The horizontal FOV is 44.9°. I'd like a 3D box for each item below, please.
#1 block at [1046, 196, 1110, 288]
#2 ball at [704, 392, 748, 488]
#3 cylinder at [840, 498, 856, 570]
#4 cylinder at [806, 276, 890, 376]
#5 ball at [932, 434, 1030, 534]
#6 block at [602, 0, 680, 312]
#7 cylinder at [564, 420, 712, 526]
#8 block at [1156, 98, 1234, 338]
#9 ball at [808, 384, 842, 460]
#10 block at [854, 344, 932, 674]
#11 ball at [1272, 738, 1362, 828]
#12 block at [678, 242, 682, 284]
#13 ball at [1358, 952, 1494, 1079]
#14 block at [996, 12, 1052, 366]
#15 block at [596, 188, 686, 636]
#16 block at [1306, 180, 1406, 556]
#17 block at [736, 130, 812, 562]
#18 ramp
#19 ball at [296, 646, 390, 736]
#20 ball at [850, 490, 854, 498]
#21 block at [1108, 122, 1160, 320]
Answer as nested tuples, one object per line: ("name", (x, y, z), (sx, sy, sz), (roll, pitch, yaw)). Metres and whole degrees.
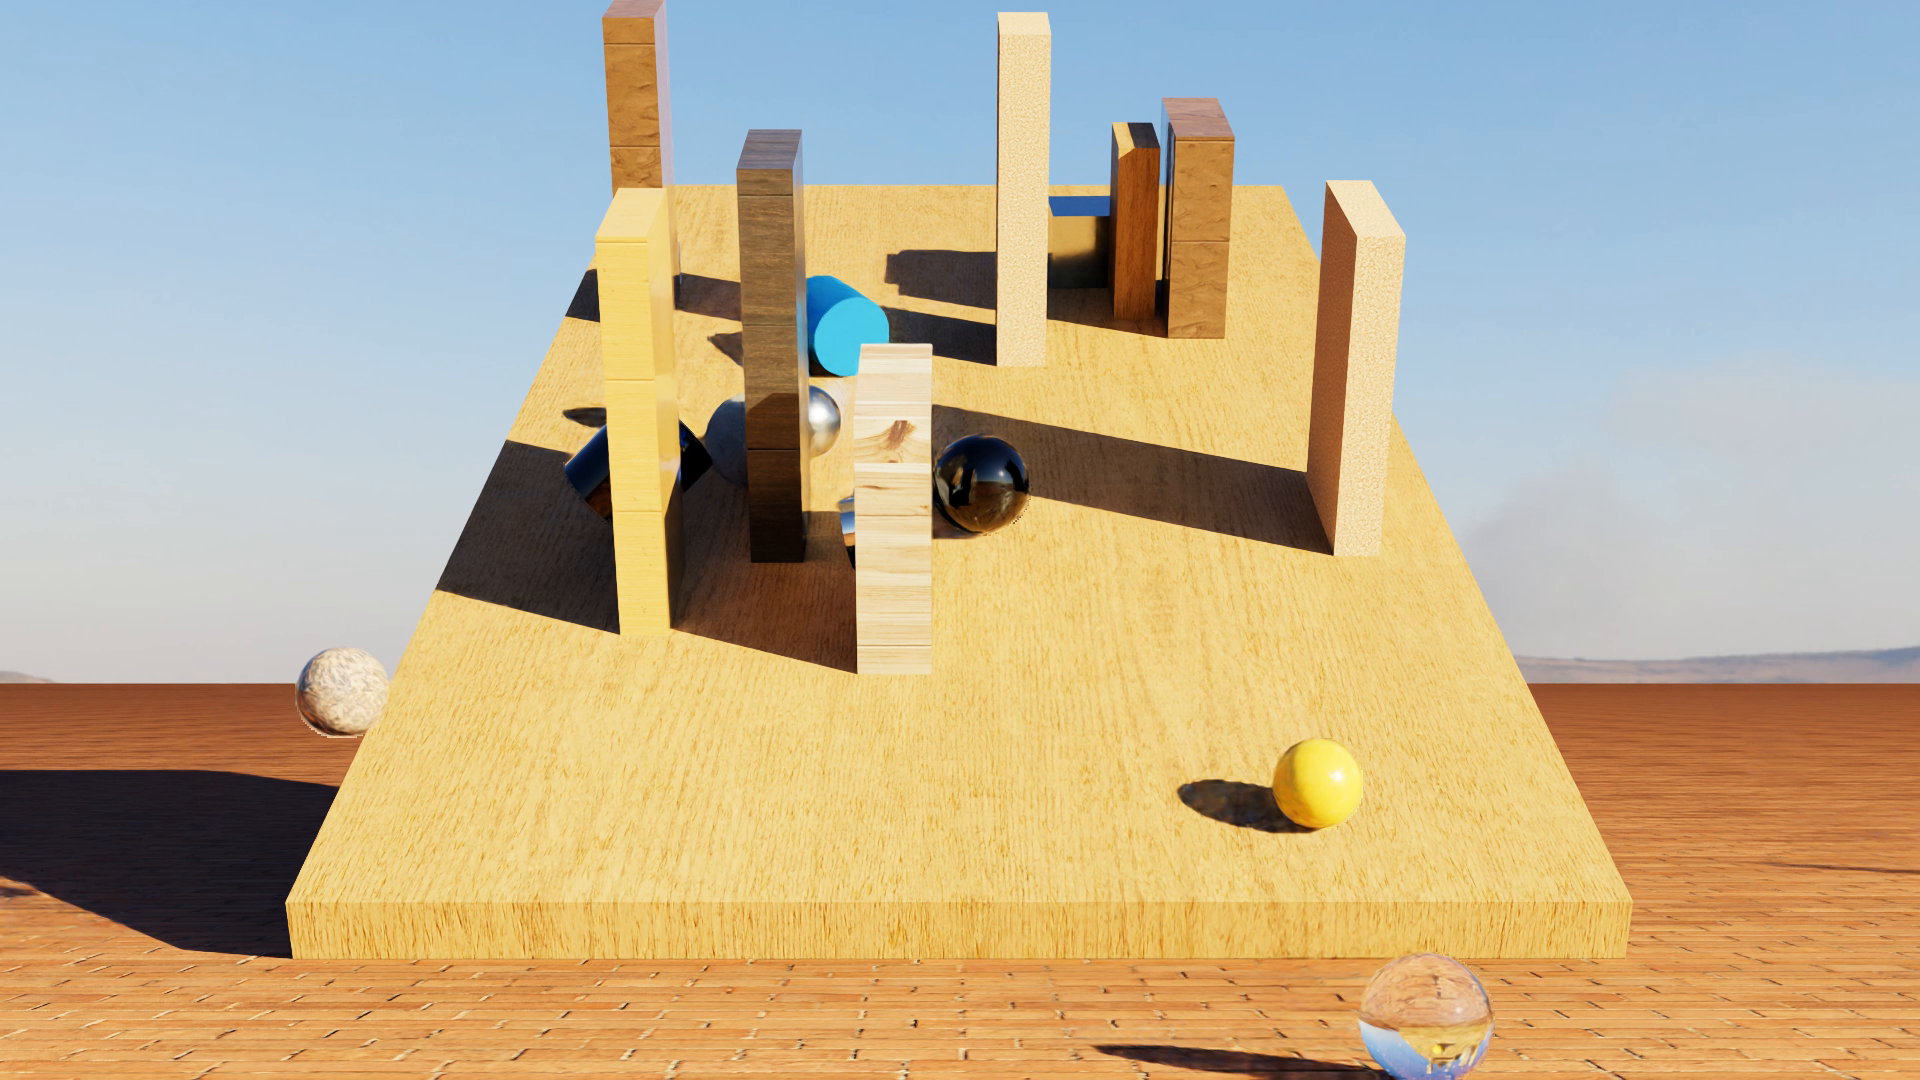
("block", (0.337, -0.798, 6.219), (0.197, 0.197, 0.197), (-1, 24, -3))
("ball", (-0.433, -0.209, 4.880), (0.203, 0.203, 0.203), (0, -3, 0))
("cylinder", (-0.148, -0.023, 4.507), (0.141, 0.141, 0.141), (-11, -4, 5))
("cylinder", (-0.300, -0.515, 5.582), (0.195, 0.195, 0.195), (2, 20, -30))
("ball", (0.041, -0.113, 4.670), (0.200, 0.200, 0.200), (0, -3, 0))
("block", (-0.795, -0.946, 5.832), (0.124, 0.777, 0.254), (0, 24, 0))
("cylinder", (-0.632, -0.148, 4.571), (0.204, 0.204, 0.204), (-44, -13, 8))
("block", (0.588, -0.818, 5.877), (0.142, 0.512, 0.408), (0, 24, 0))
("ball", (-0.338, -0.256, 5.033), (0.164, 0.164, 0.164), (0, -3, 0))
("block", (-0.116, -0.061, 4.202), (0.131, 0.484, 0.387), (0, 24, 0))
("ball", (0.558, 0.381, 3.635), (0.140, 0.140, 0.140), (0, -3, 0))
("block", (-0.820, -0.727, 6.154), (0.116, 0.116, 0.116), (12, 27, 25))
("ball", (0.483, 0.497, 2.412), (0.137, 0.137, 0.137), (0, -3, 0))
("block", (0.148, -0.835, 5.559), (0.116, 0.799, 0.255), (0, 24, 0))
("block", (-0.579, -0.233, 4.253), (0.088, 0.756, 0.308), (0, 24, 0))
("block", (0.784, -0.347, 4.642), (0.090, 0.653, 0.395), (0, 24, 0))
("block", (-0.358, -0.376, 4.535), (0.103, 0.789, 0.297), (0, 24, 0))
("ramp", (-0.008, -0.228, 5.299), (2.000, 0.100, 4.000), (0, 24, 0))
("ball", (-1.038, 0.254, 3.911), (0.152, 0.152, 0.152), (0, -3, 0))
("ball", (-0.147, -0.071, 4.642), (0.146, 0.146, 0.146), (0, -3, 0))
("block", (0.444, -0.819, 5.961), (0.103, 0.446, 0.265), (0, 24, 0))
